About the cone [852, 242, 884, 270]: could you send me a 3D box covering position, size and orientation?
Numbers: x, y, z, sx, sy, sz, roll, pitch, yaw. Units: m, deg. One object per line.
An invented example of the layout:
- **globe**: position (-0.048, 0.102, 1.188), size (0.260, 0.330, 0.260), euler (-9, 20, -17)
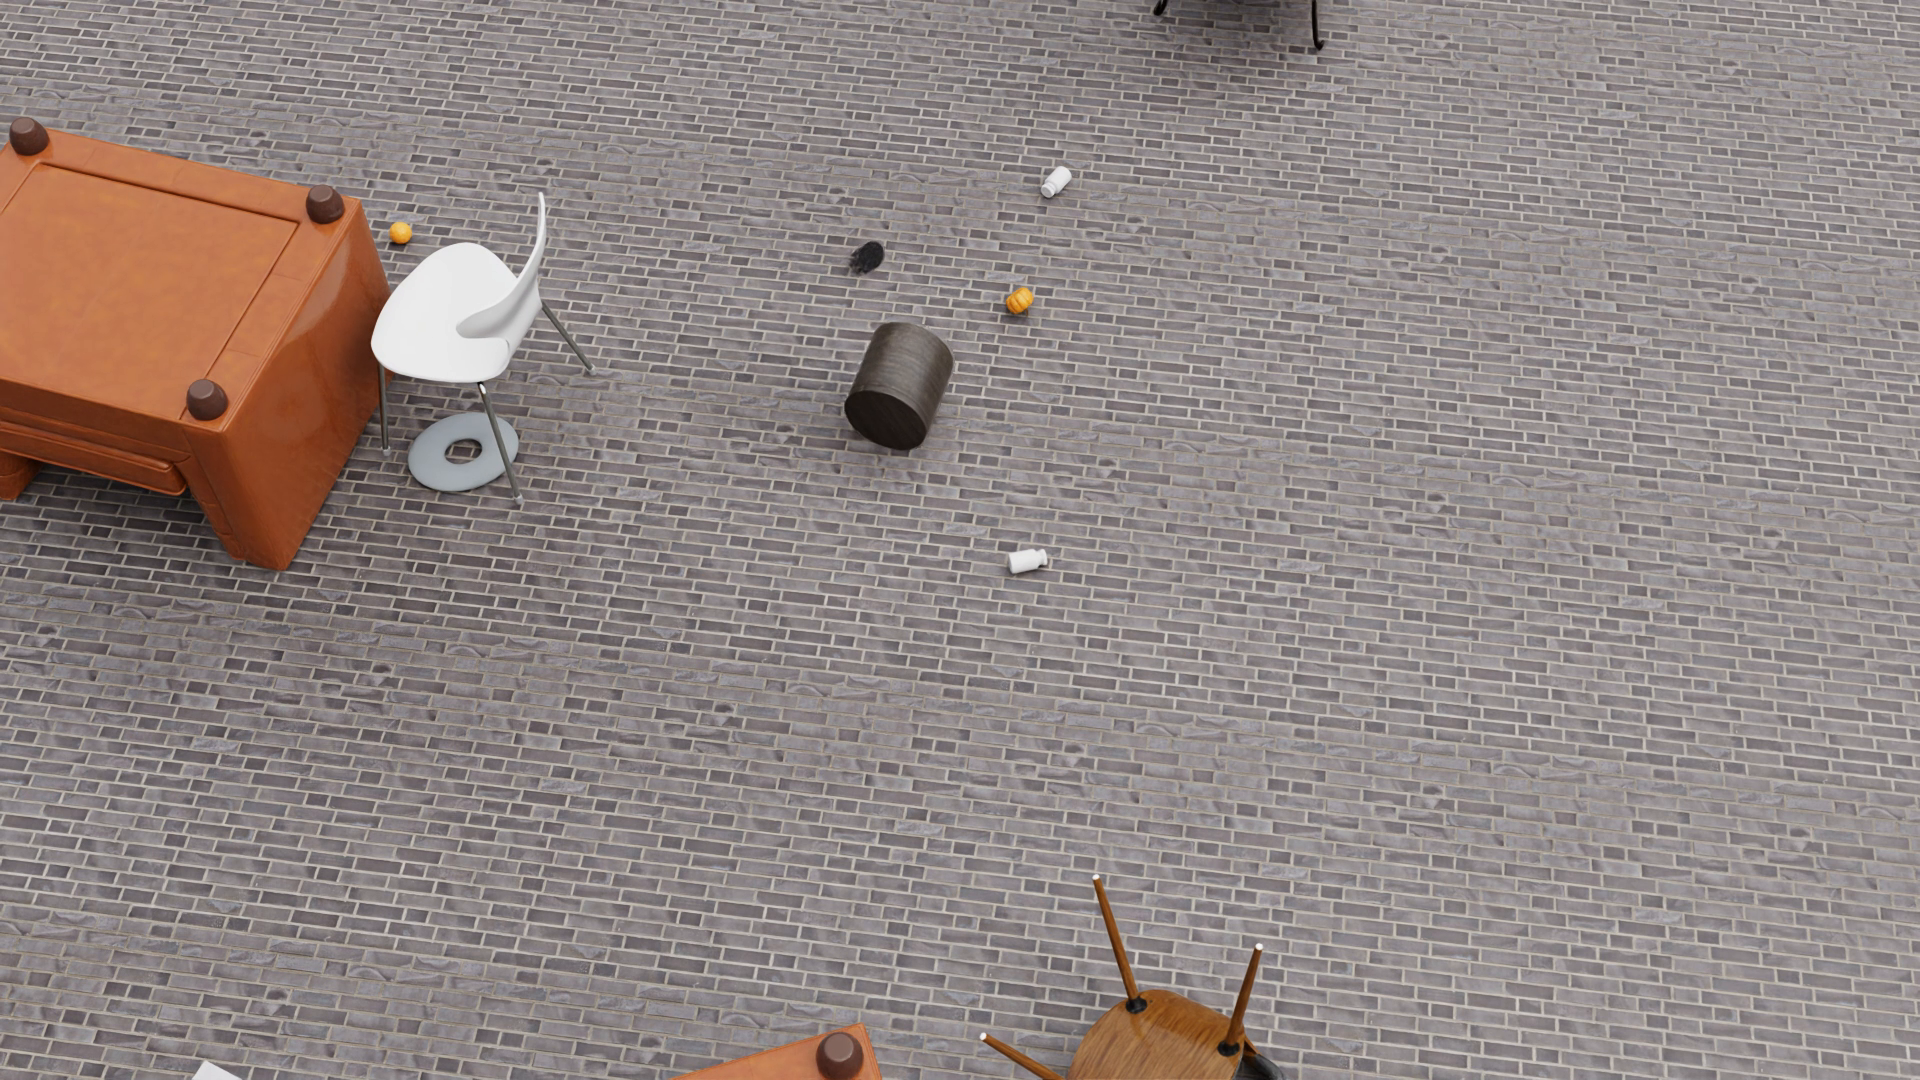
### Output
- **cone**: position (-0.322, -0.930, 7.173), size (0.110, 0.093, 0.092), euler (-24, 28, -38)

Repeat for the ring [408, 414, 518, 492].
- **ring**: position (-1.520, -0.271, 6.732), size (0.341, 0.040, 0.289), euler (-18, 58, -12)

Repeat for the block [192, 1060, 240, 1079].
- **block**: position (-1.857, 1.416, 5.524), size (0.129, 0.165, 0.120), euler (22, 59, 14)

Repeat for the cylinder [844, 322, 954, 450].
- **cylinder**: position (-0.186, -0.472, 6.727), size (0.256, 0.276, 0.278), euler (-3, 51, 33)
